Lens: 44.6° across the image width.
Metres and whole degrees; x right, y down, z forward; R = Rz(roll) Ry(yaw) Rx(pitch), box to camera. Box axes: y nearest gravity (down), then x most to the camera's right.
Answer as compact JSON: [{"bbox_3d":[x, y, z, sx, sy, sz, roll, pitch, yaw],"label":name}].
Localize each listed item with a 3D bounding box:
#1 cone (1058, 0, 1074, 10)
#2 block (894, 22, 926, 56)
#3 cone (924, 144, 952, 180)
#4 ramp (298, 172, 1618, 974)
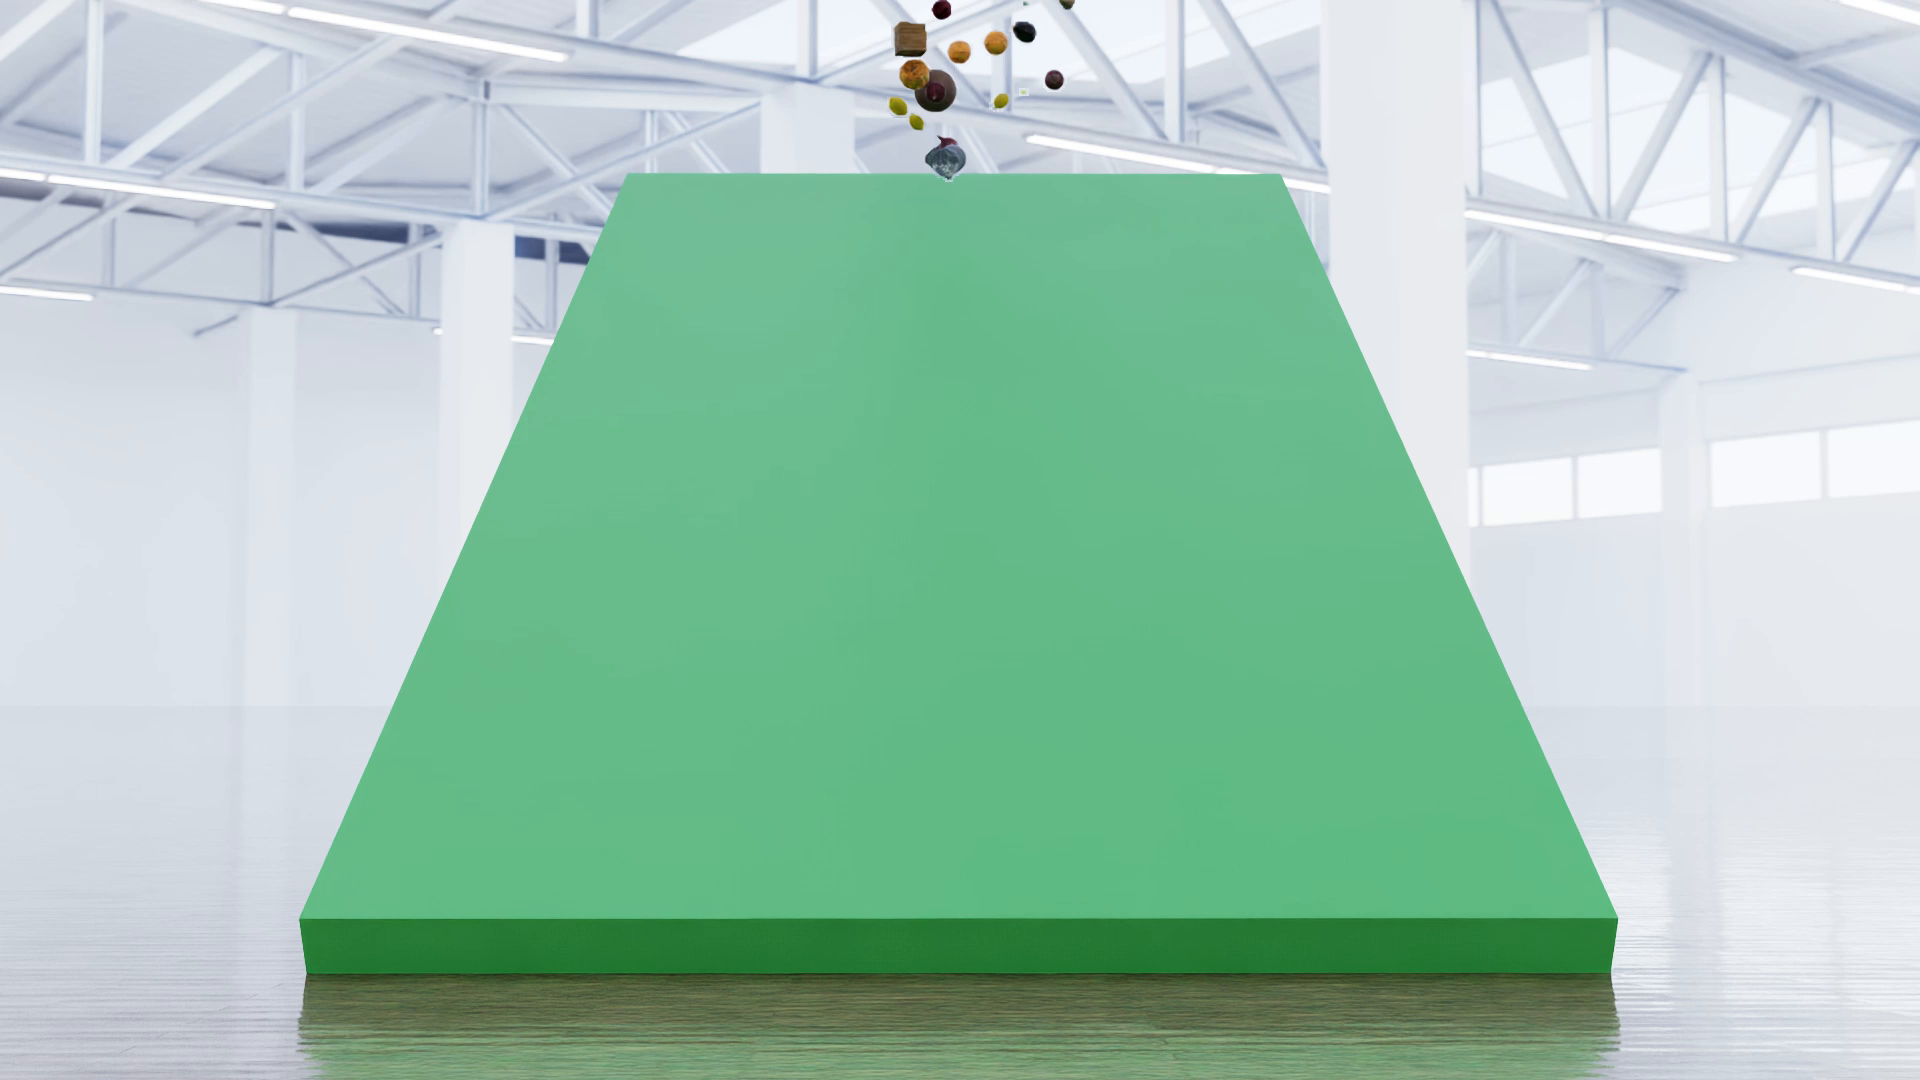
[{"bbox_3d":[0.296,-1.561,6.761,0.051,0.051,0.051,8,-8,-41],"label":"cone"},{"bbox_3d":[-0.143,-1.436,6.724,0.080,0.080,0.080,-2,-1,-12],"label":"block"},{"bbox_3d":[-0.043,-1.117,7.034,0.099,0.099,0.099,-18,-26,-9],"label":"cone"},{"bbox_3d":[-0.009,-0.229,5.382,2.000,0.100,4.000,0,25,0],"label":"ramp"}]
